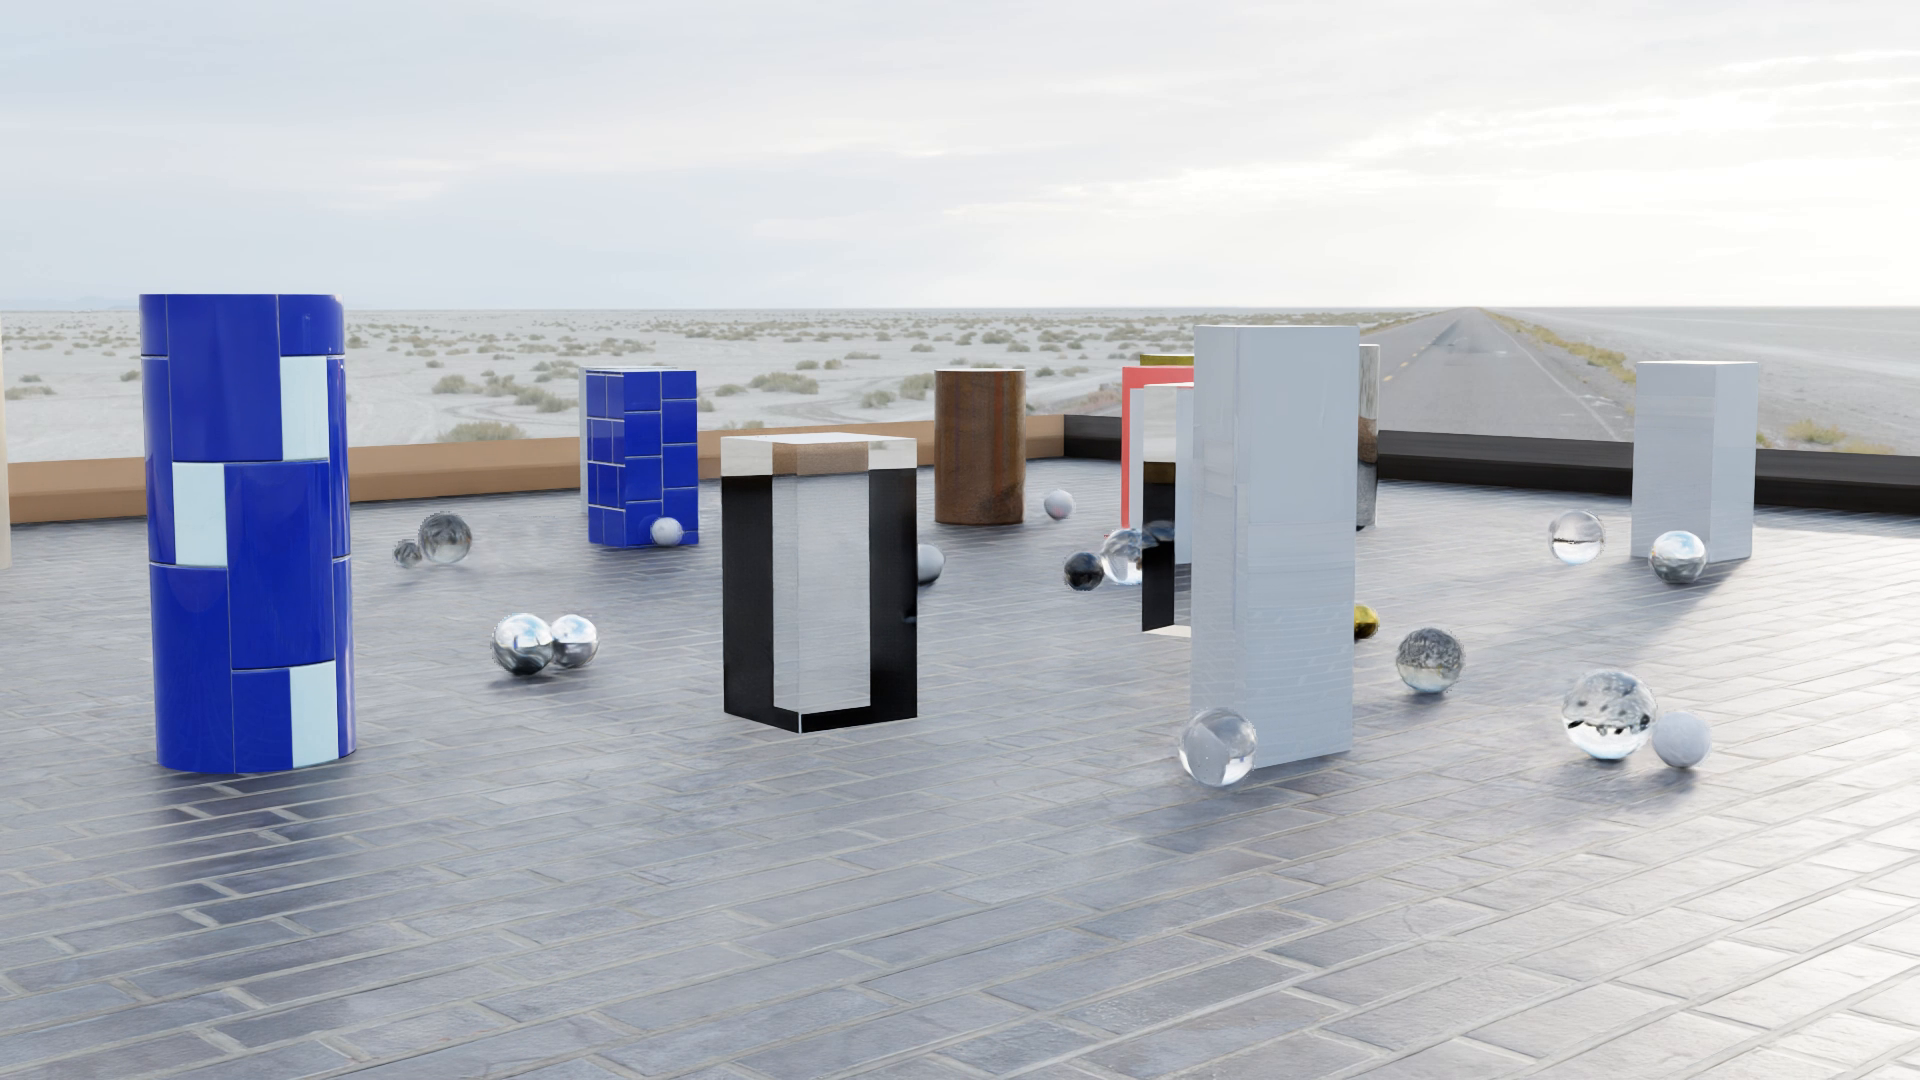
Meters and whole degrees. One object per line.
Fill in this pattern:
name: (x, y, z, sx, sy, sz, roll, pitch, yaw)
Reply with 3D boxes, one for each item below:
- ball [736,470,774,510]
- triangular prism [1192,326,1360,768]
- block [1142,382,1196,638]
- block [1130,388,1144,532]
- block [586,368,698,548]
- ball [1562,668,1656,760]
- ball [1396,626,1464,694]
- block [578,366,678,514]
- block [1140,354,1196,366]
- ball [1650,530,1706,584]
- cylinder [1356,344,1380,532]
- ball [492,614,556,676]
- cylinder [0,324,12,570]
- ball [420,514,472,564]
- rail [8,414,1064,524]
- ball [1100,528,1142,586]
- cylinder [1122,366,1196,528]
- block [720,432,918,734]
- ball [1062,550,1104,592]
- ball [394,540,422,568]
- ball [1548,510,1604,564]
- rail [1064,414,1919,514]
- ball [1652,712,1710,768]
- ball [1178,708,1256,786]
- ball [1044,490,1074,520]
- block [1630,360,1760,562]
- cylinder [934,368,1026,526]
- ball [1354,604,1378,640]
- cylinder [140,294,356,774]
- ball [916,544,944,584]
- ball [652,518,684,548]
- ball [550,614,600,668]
ball: (-0.455, -0.110, 4.873, 0.087, 0.087, 0.087, 0, 6, 0)
triangular prism: (0.288, -0.001, 2.212, 0.166, 0.427, 0.144, -5, 8, -40)
block: (0.358, -0.044, 3.031, 0.153, 0.341, 0.153, 4, 7, 36)
block: (0.413, -0.122, 3.968, 0.153, 0.300, 0.153, -3, 7, -30)
block: (-0.604, -0.158, 4.177, 0.153, 0.328, 0.153, -4, 7, -36)
ball: (0.643, 0.172, 2.179, 0.090, 0.090, 0.090, 0, 6, 0)
ball: (0.545, 0.139, 2.551, 0.077, 0.077, 0.077, 0, 6, 0)
block: (-0.722, -0.218, 4.798, 0.153, 0.318, 0.153, -6, 8, -43)
block: (0.478, -0.210, 4.569, 0.153, 0.349, 0.153, -3, 7, -26)
ball: (1.164, 0.027, 3.567, 0.087, 0.087, 0.087, 0, 6, 0)
cylinder: (0.753, -0.211, 4.473, 0.192, 0.371, 0.192, 0, 6, 0)
ball: (-0.531, 0.127, 2.677, 0.075, 0.075, 0.075, 0, 6, 0)
cylinder: (-1.735, -0.181, 3.758, 0.192, 0.461, 0.192, 0, 6, 0)
ball: (-0.887, -0.002, 3.794, 0.088, 0.088, 0.088, 0, 6, 0)
rail: (-1.506, -0.139, 4.956, 4.999, 0.124, 0.045, -6, 8, -42)
ball: (0.271, 0.027, 3.554, 0.091, 0.091, 0.091, 0, 6, 0)
cylinder: (0.405, -0.163, 4.201, 0.192, 0.334, 0.192, 0, 6, 0)
block: (-0.154, 0.041, 2.401, 0.153, 0.305, 0.153, -5, 8, -37)
ball: (0.195, 0.049, 3.468, 0.065, 0.065, 0.065, 0, 6, 0)
ball: (-0.949, 0.024, 3.786, 0.047, 0.047, 0.047, 0, 6, 0)
ball: (1.073, -0.005, 3.833, 0.096, 0.096, 0.096, 0, 6, 0)
rail: (1.819, -0.143, 5.002, 0.045, 0.124, 4.490, -6, 8, -42)
ball: (0.701, 0.194, 2.139, 0.055, 0.055, 0.055, 0, 6, 0)
ball: (0.241, 0.194, 2.056, 0.073, 0.073, 0.073, 0, 6, 0)
ball: (0.210, -0.075, 4.651, 0.064, 0.064, 0.064, 0, 6, 0)
block: (1.320, -0.145, 3.952, 0.153, 0.349, 0.153, -6, 8, -43)
cylinder: (0.042, -0.197, 4.601, 0.192, 0.317, 0.192, 0, 6, 0)
ball: (0.539, 0.110, 2.968, 0.048, 0.048, 0.048, 0, 6, 0)
cylinder: (-0.705, -0.013, 2.184, 0.192, 0.458, 0.192, 0, 6, 0)
ball: (-0.057, 0.039, 3.572, 0.064, 0.064, 0.064, 0, 6, 0)
ball: (-0.546, -0.014, 4.103, 0.058, 0.058, 0.058, 0, 6, 0)
ball: (-0.482, 0.126, 2.733, 0.066, 0.066, 0.066, 0, 6, 0)
